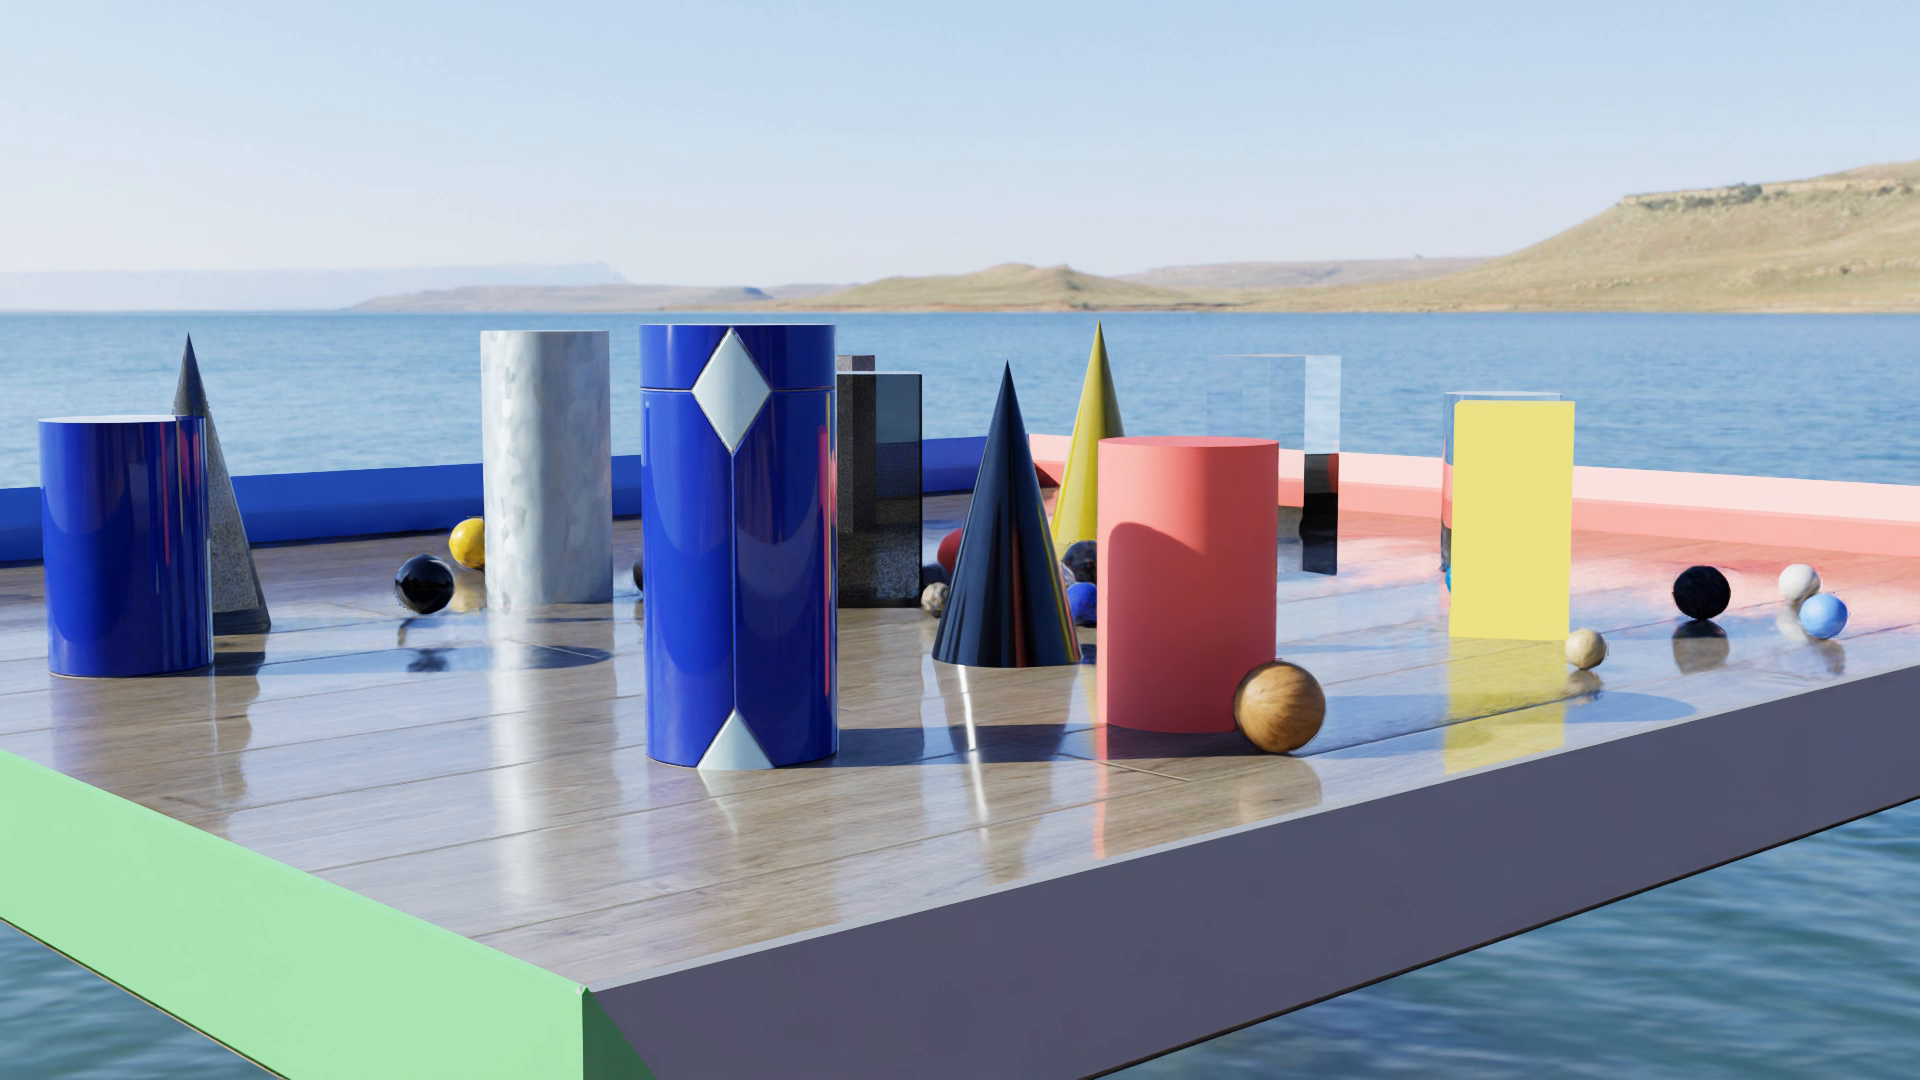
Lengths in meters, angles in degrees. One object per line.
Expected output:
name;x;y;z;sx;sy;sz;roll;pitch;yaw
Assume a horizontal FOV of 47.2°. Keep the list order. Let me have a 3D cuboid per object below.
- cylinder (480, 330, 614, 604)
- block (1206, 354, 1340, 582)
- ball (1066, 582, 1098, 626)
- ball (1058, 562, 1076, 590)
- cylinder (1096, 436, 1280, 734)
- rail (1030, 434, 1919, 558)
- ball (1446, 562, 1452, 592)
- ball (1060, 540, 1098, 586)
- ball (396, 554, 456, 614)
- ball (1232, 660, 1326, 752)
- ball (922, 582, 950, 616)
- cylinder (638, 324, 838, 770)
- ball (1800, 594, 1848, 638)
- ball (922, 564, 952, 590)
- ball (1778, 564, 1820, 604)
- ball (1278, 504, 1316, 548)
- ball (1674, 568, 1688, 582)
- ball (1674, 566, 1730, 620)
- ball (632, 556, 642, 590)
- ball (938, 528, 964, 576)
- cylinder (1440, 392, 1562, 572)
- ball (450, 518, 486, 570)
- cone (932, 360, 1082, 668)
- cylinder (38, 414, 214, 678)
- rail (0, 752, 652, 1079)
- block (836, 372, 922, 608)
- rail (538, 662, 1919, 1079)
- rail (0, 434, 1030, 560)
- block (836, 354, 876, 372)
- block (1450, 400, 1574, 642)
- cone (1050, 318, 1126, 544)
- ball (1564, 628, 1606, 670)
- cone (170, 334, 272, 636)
cylinder;-0.638;-0.117;3.405;0.195;0.412;0.195;0;6;0
block;0.524;-0.125;3.689;0.156;0.369;0.156;-4;7;-34
ball;0.175;0.090;3.108;0.061;0.061;0.061;0;6;0
ball;0.141;0.066;3.310;0.067;0.067;0.067;0;6;0
cylinder;0.248;0.043;2.402;0.195;0.303;0.195;0;6;0
rail;1.229;-0.085;4.460;0.045;0.127;3.154;-5;8;-42
ball;0.774;0.059;3.317;0.081;0.081;0.081;0;6;0
ball;0.200;0.043;3.446;0.086;0.086;0.086;0;6;0
ball;-0.785;0.065;3.229;0.086;0.086;0.086;0;6;0
ball;0.321;0.168;2.217;0.093;0.093;0.093;0;6;0
ball;-0.031;0.087;3.200;0.049;0.049;0.049;0;6;0
cylinder;-0.221;-0.001;2.208;0.195;0.430;0.195;0;6;0
ball;1.173;0.103;2.987;0.061;0.061;0.061;0;6;0
ball;-0.039;0.062;3.432;0.051;0.051;0.051;0;6;0
ball;1.277;0.066;3.345;0.060;0.060;0.060;0;6;0
ball;0.628;-0.027;4.137;0.080;0.080;0.080;0;6;0
ball;1.100;0.071;3.294;0.060;0.060;0.060;0;6;0
ball;1.069;0.076;3.168;0.078;0.078;0.078;0;6;0
ball;-0.478;0.053;3.440;0.067;0.067;0.067;0;6;0
ball;0.008;0.025;3.468;0.088;0.088;0.088;0;6;0
cylinder;0.920;-0.098;3.743;0.195;0.303;0.195;0;6;0
ball;-0.833;0.006;3.781;0.088;0.088;0.088;0;6;0
cone;0.060;-0.041;2.820;0.195;0.383;0.195;0;6;0
cylinder;-1.039;0.004;2.743;0.195;0.310;0.195;0;6;0
rail;-1.229;0.151;2.204;0.045;0.127;3.154;-5;8;-42
block;-0.139;-0.080;3.350;0.156;0.349;0.156;0;6;-4
rail;1.053;0.152;2.197;3.392;0.127;0.045;-5;8;-42
rail;-1.053;-0.086;4.467;3.392;0.127;0.045;-5;8;-42
block;-0.272;-0.203;4.521;0.156;0.351;0.156;2;6;15
block;0.765;-0.031;3.043;0.156;0.316;0.156;2;6;16
cone;0.268;-0.214;4.250;0.195;0.430;0.195;0;6;0
ball;0.778;0.135;2.733;0.051;0.051;0.051;0;6;0
cone;-1.072;-0.084;3.076;0.195;0.415;0.195;0;6;0
